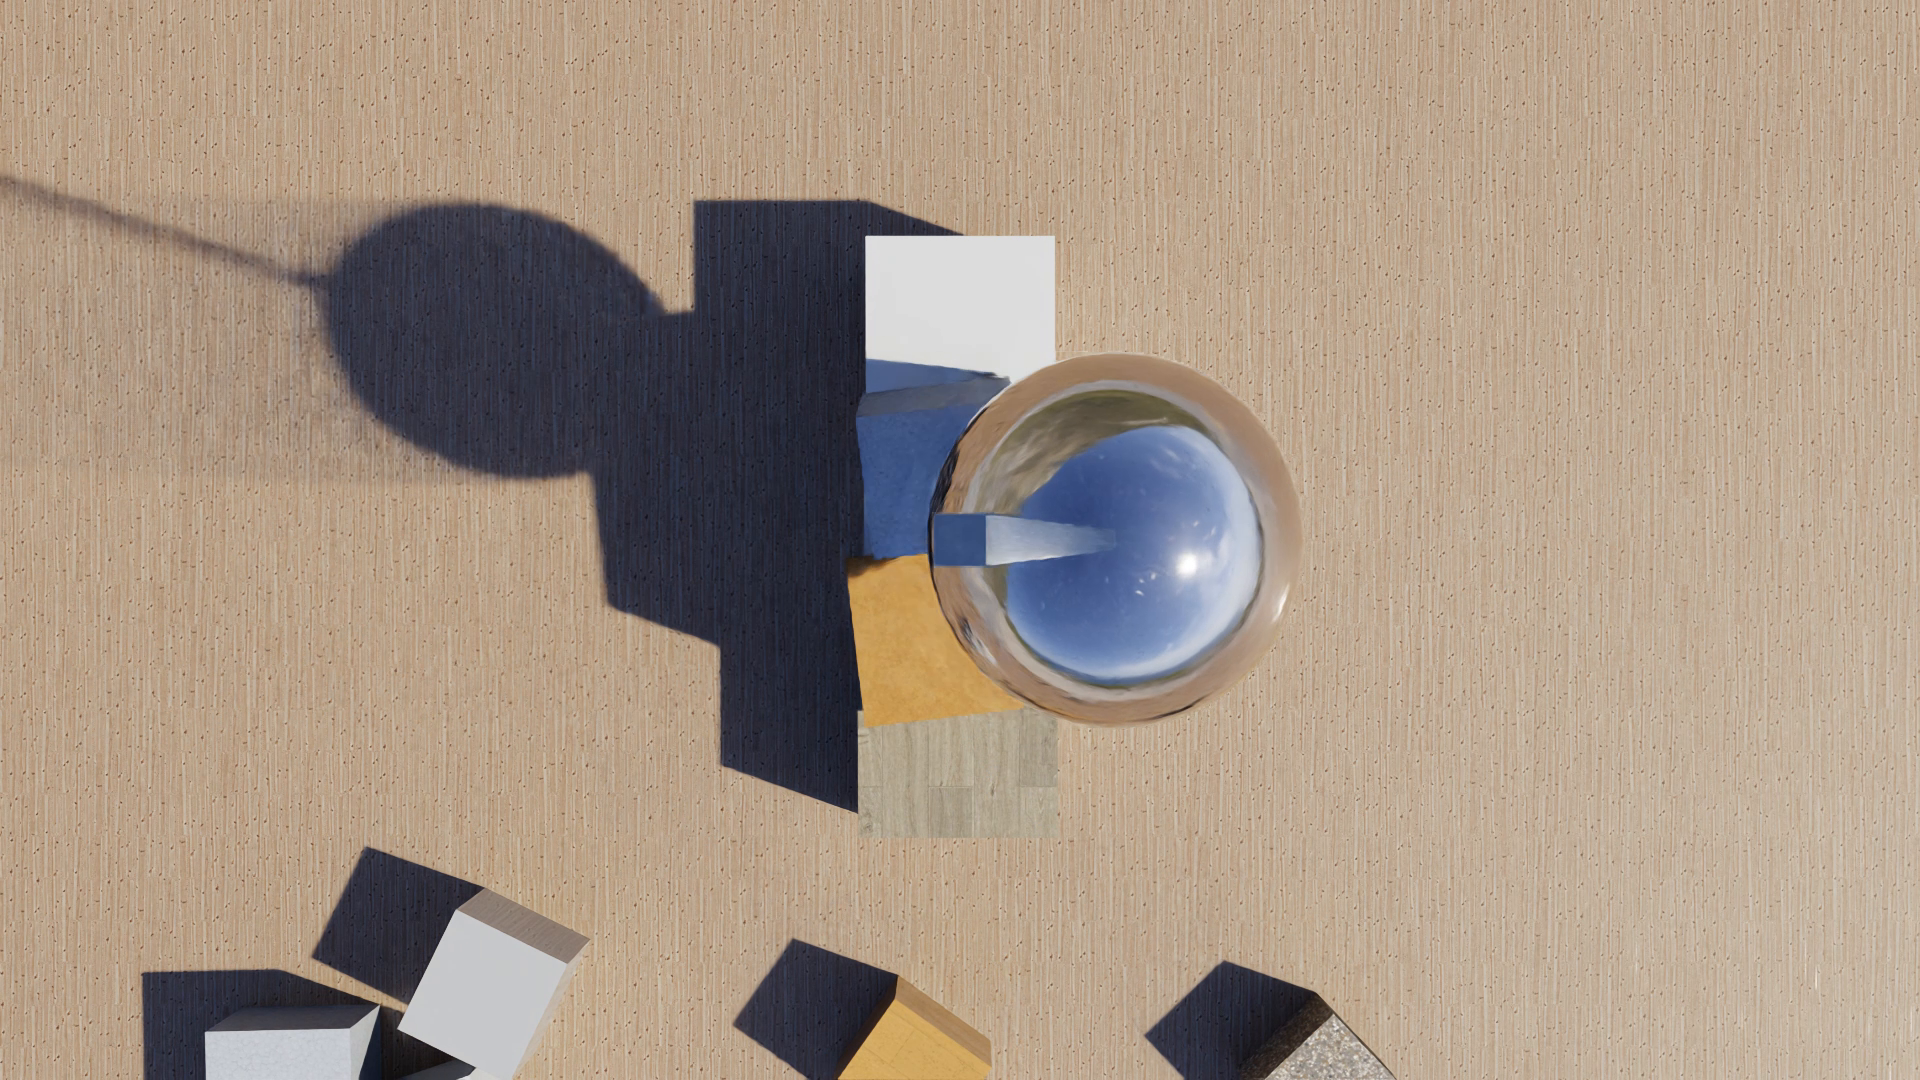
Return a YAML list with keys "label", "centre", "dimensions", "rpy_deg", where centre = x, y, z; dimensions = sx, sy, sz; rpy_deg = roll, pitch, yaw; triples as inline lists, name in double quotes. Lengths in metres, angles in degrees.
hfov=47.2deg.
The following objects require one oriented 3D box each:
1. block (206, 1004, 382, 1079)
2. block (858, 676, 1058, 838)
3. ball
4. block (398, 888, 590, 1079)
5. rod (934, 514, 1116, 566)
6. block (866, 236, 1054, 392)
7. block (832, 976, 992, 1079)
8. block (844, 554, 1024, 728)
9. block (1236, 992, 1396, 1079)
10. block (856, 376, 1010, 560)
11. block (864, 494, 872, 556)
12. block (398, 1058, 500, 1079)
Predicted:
- label: "block"
  centre: [-3.825, 3.158, 12.676]
  dimensions: [0.813, 0.649, 0.808]
  rpy_deg: [-1, 90, 0]
- label: "block"
  centre: [-0.012, 1.047, 12.532]
  dimensions: [1.095, 0.936, 1.175]
  rpy_deg: [0, 90, 0]
- label: "ball"
  centre: [0.655, 0.000, 9.367]
  dimensions: [1.600, 1.600, 1.600]
  rpy_deg: [0, 90, 0]
- label: "block"
  centre: [-2.655, 2.539, 12.615]
  dimensions: [0.692, 0.771, 0.739]
  rpy_deg: [26, 90, 0]
- label: "rod"
  centre: [0.284, 0.000, 5.987]
  dimensions: [0.080, 5.200, 0.080]
  rpy_deg: [0, 90, 6]
- label: "block"
  centre: [0.002, -1.084, 12.420]
  dimensions: [1.018, 1.160, 1.107]
  rpy_deg: [0, 90, 0]
- label: "block"
  centre: [-0.275, 3.020, 12.662]
  dimensions: [0.667, 0.677, 0.628]
  rpy_deg: [35, 90, 0]
- label: "block"
  centre: [-0.131, 0.477, 11.661]
  dimensions: [0.819, 0.807, 0.873]
  rpy_deg: [-7, 90, 0]
- label: "block"
  centre: [2.075, 3.115, 12.702]
  dimensions: [0.655, 0.597, 0.596]
  rpy_deg: [-43, 90, 0]
- label: "block"
  centre: [-0.085, -0.388, 11.453]
  dimensions: [0.797, 0.818, 0.733]
  rpy_deg: [-7, 102, 1]
- label: "block"
  centre: [0.014, -0.034, 12.535]
  dimensions: [1.078, 0.929, 0.967]
  rpy_deg: [0, 90, 0]
- label: "block"
  centre: [-2.973, 3.402, 12.630]
  dimensions: [0.718, 0.740, 0.636]
  rpy_deg: [-19, 90, 0]
